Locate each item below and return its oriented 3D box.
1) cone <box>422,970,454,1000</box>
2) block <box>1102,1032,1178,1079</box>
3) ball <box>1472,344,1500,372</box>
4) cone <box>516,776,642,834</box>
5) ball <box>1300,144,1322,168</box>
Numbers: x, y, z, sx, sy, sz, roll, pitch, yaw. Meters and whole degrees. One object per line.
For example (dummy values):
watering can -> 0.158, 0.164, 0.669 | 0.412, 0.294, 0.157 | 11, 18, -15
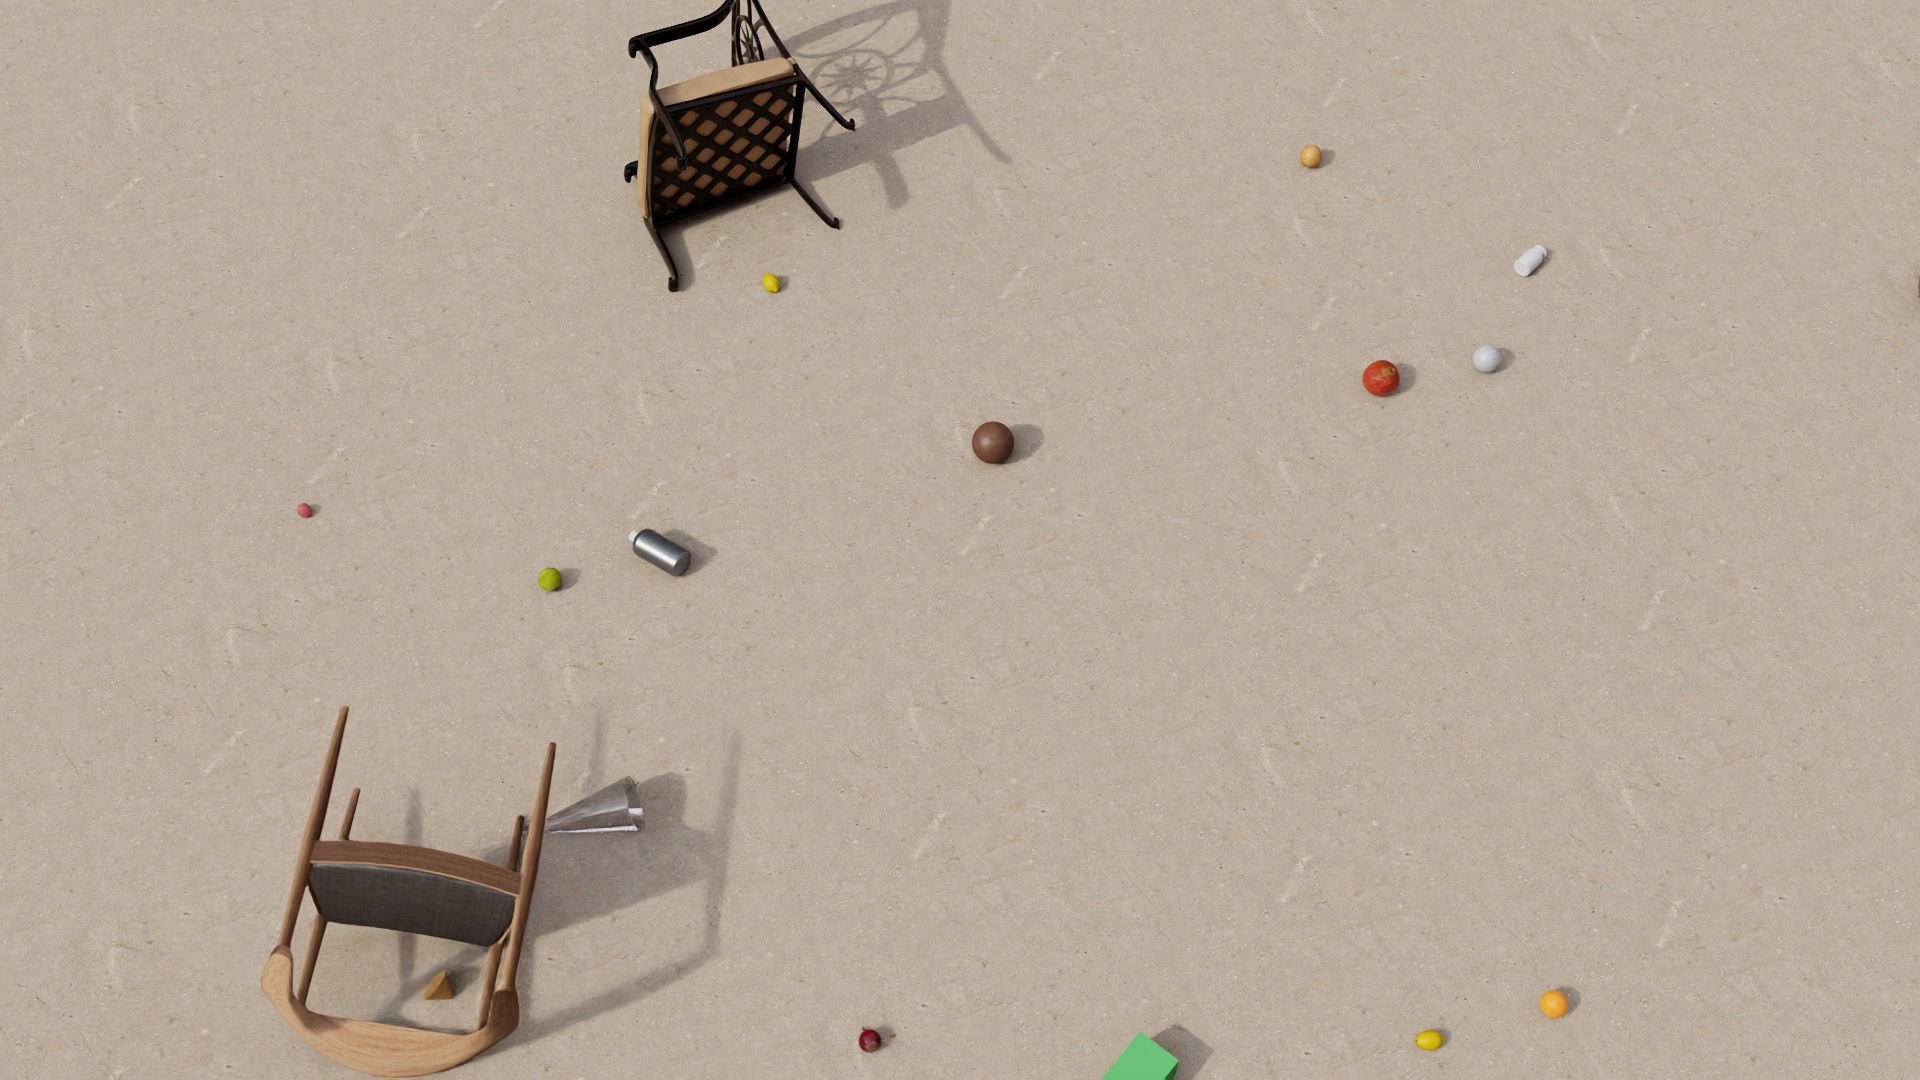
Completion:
cone -> -1.350, 1.182, 5.758 | 0.065, 0.095, 0.093 | 40, 63, -17
block -> 0.429, 1.394, 5.577 | 0.121, 0.102, 0.249 | 34, 63, 21
ball -> 1.652, -0.569, 6.903 | 0.088, 0.088, 0.088 | 0, 56, 0
cone -> -1.057, 0.763, 6.020 | 0.345, 0.138, 0.162 | -15, 43, 4
ball -> 1.181, -1.291, 7.395 | 0.076, 0.076, 0.076 | 0, 56, 0
